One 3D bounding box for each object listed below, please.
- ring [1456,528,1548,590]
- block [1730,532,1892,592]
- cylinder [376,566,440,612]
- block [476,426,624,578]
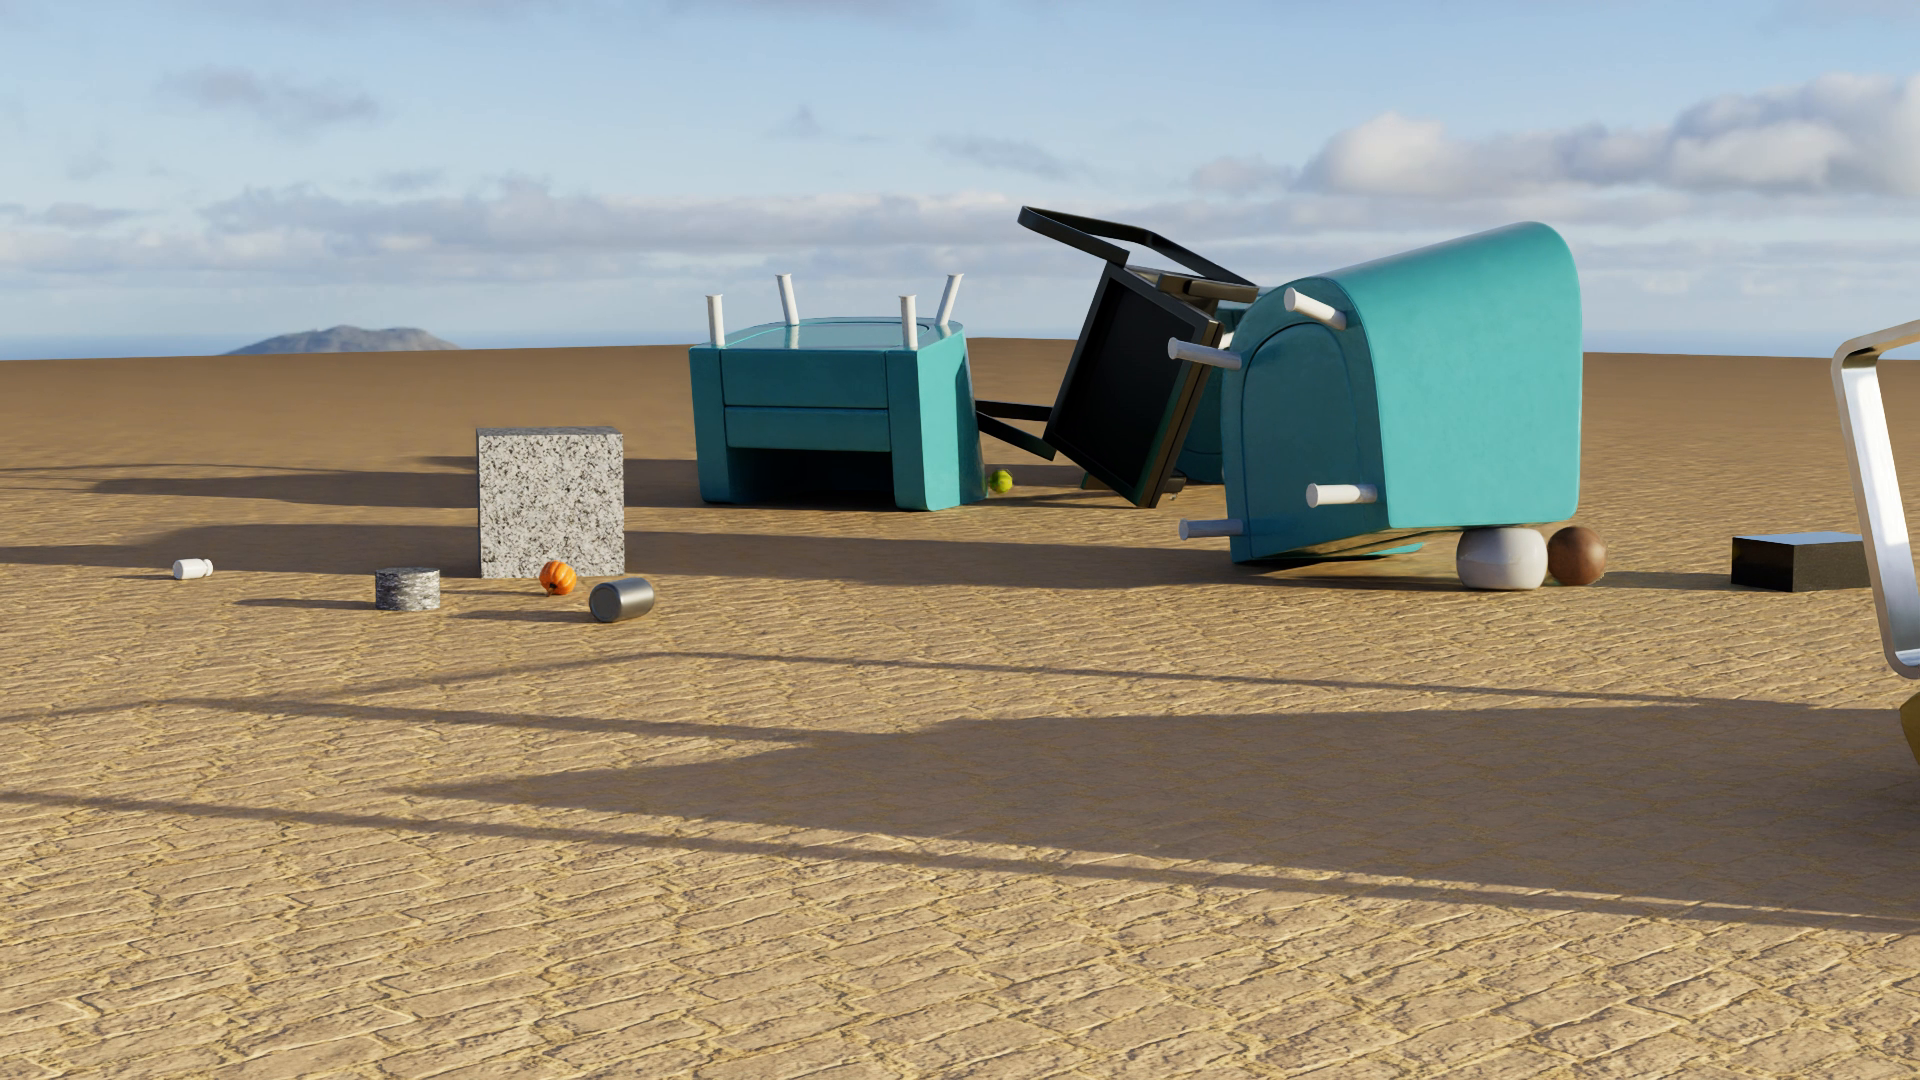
[{"bbox_3d":[1.140,0.040,5.400,0.190,0.128,0.155,1,-2,15],"label":"ring"},{"bbox_3d":[1.819,0.045,5.481,0.278,0.100,0.181,-3,7,-26],"label":"block"},{"bbox_3d":[-1.100,0.097,5.109,0.126,0.074,0.122,1,6,11],"label":"cylinder"},{"bbox_3d":[-0.923,-0.089,5.761,0.310,0.311,0.314,-1,6,-12],"label":"block"}]
